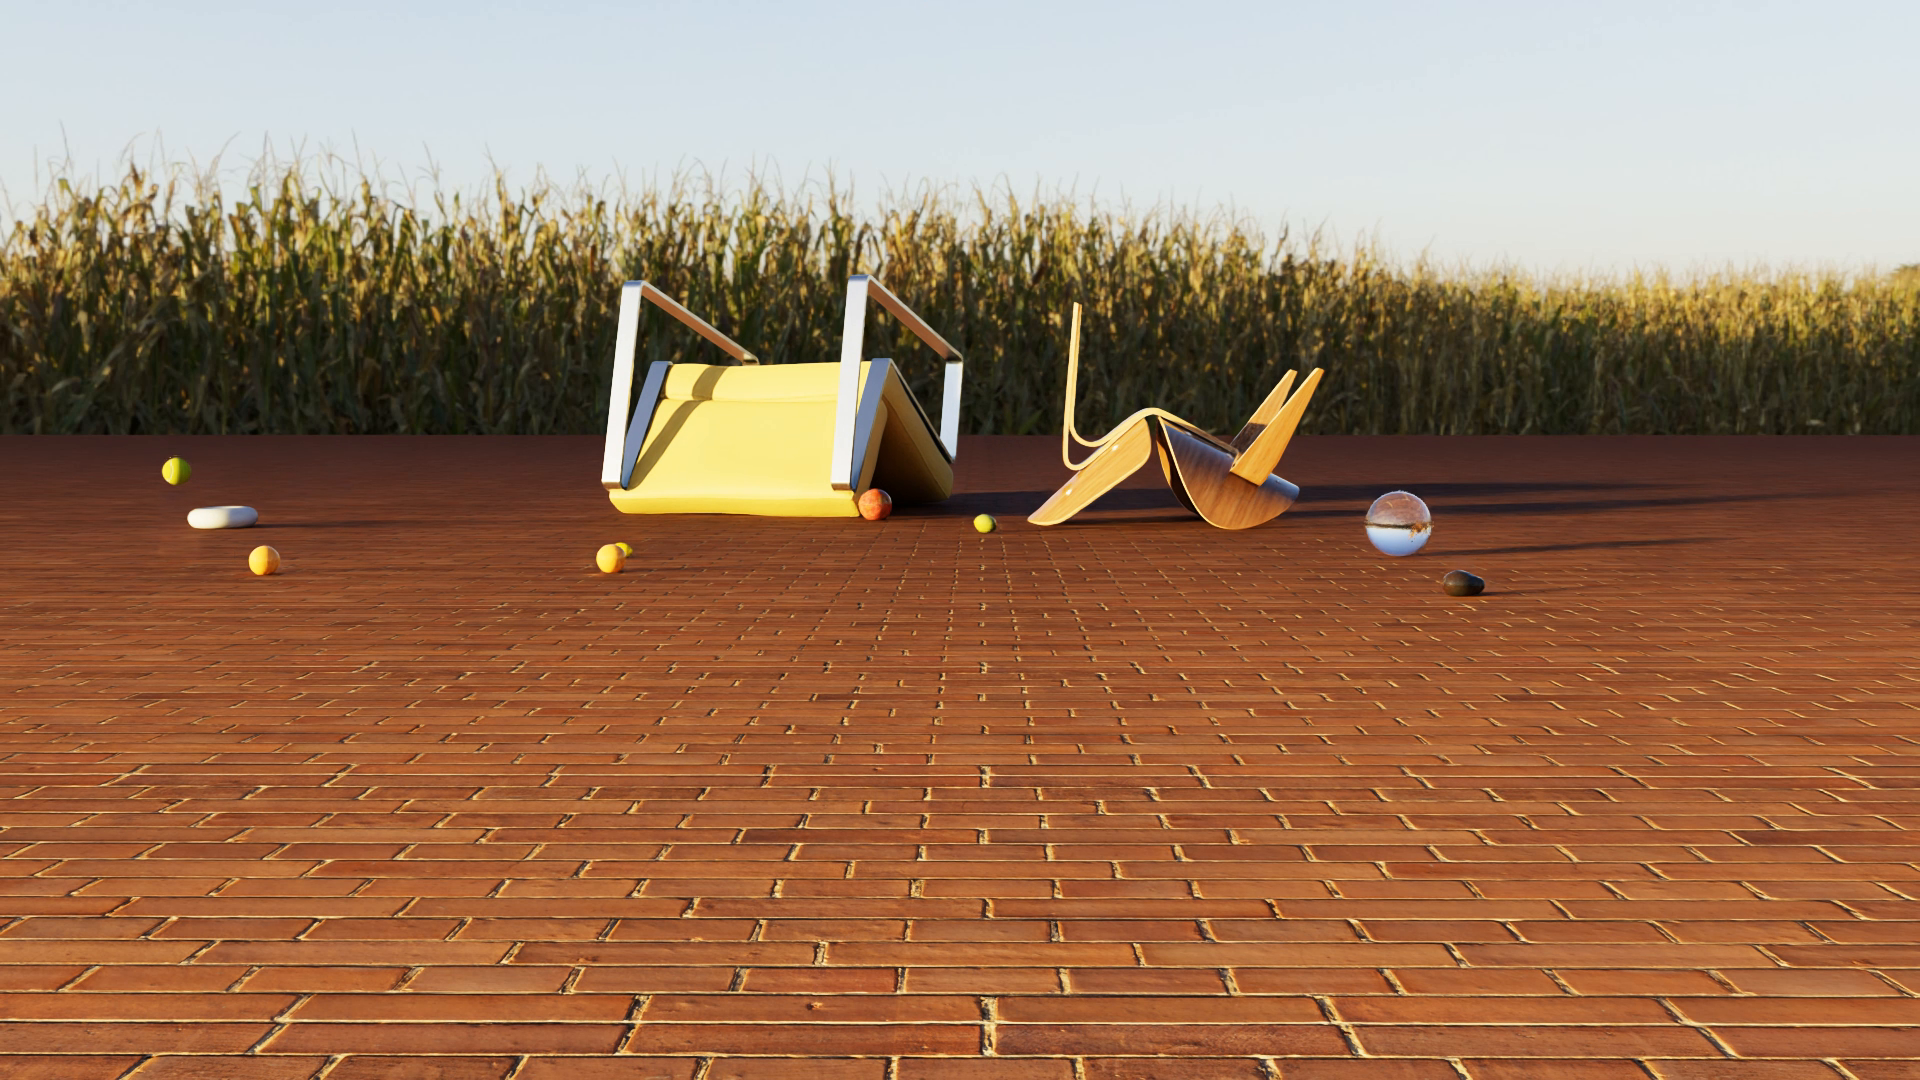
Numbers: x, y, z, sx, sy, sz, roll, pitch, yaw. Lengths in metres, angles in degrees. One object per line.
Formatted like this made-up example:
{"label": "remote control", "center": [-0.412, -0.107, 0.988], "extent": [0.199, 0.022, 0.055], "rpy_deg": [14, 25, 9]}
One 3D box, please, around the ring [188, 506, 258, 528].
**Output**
{"label": "ring", "center": [-2.392, -0.073, 7.139], "extent": [0.217, 0.066, 0.217], "rpy_deg": [1, 5, 28]}

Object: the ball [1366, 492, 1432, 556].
{"label": "ball", "center": [1.175, -0.043, 5.893], "extent": [0.175, 0.175, 0.175], "rpy_deg": [0, 4, 0]}

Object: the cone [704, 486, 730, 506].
{"label": "cone", "center": [-0.916, -0.152, 8.479], "extent": [0.114, 0.083, 0.091], "rpy_deg": [6, -18, 35]}
